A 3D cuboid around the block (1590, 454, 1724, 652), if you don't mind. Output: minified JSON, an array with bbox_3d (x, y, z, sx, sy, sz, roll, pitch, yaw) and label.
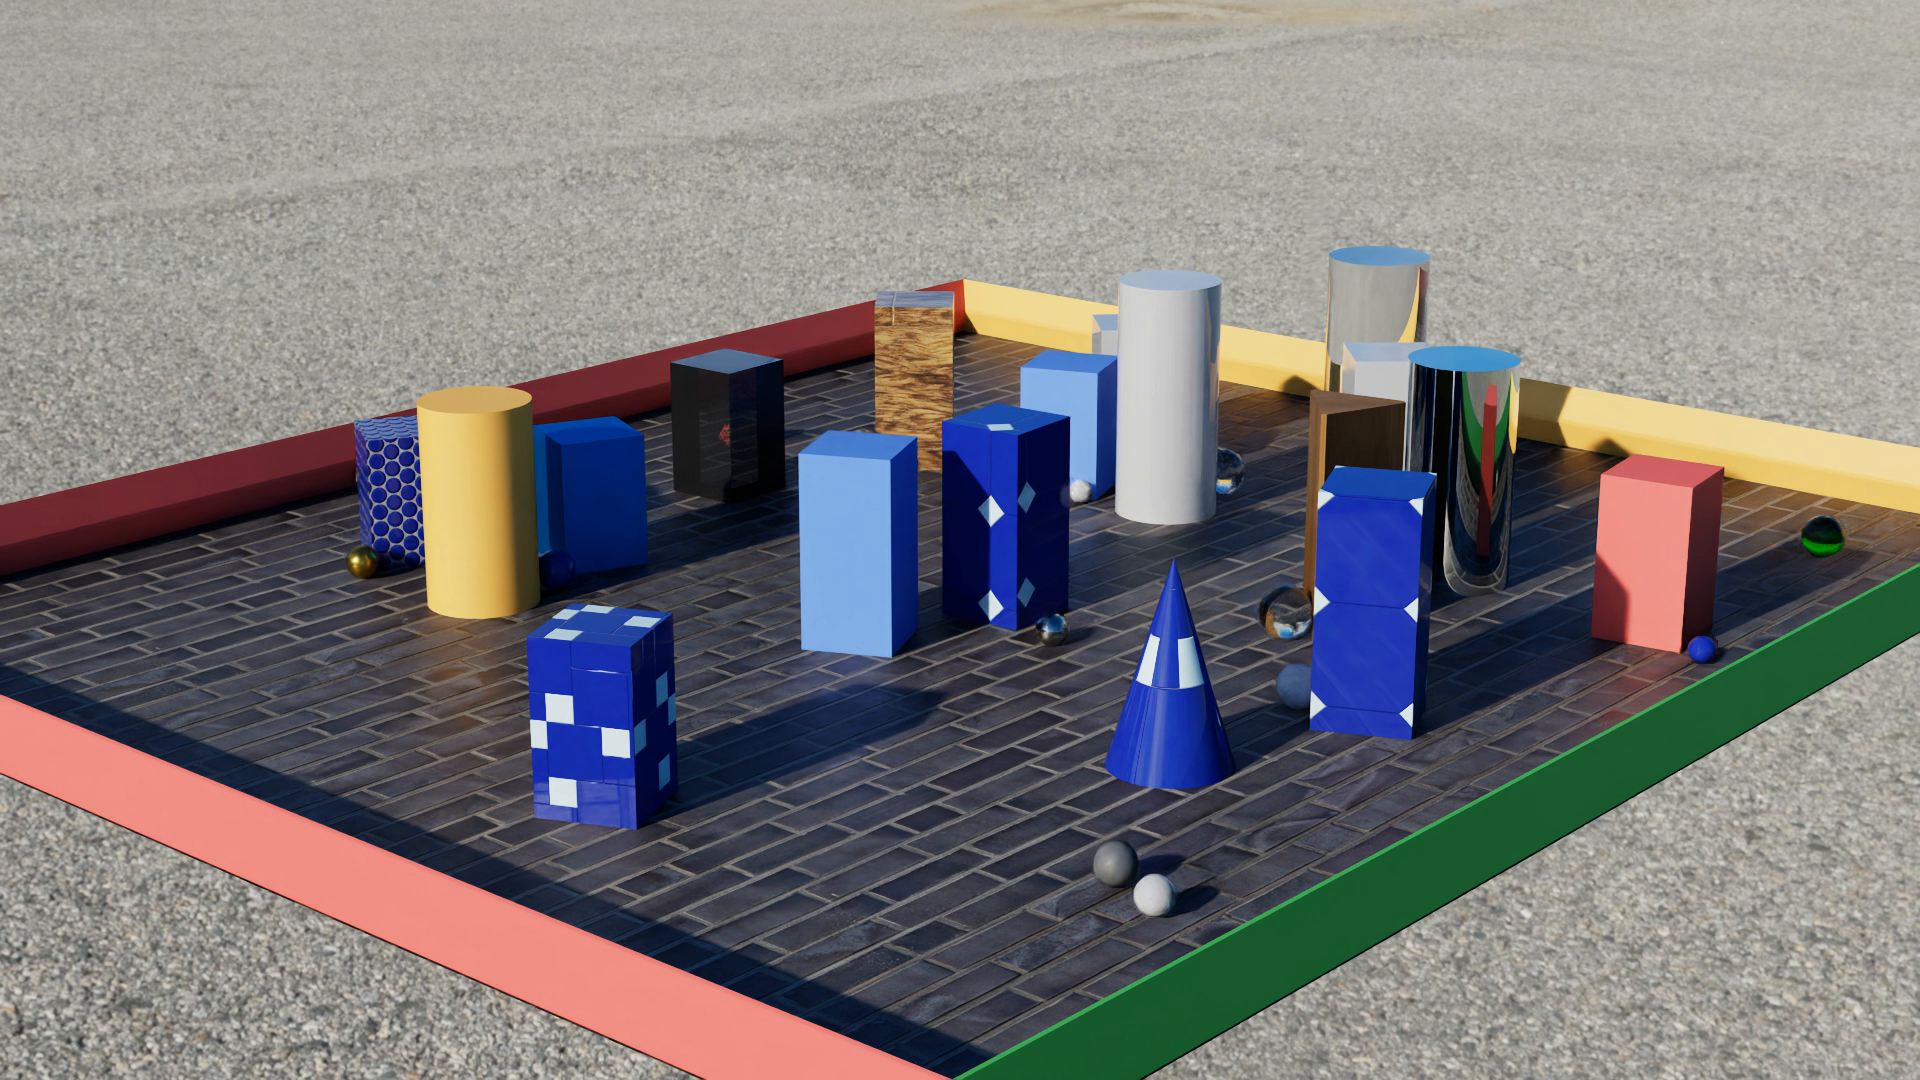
[{"bbox_3d":[1.163,0.020,4.891,0.155,0.282,0.155,11,20,31],"label":"block"}]

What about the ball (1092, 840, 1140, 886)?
[{"bbox_3d":[0.208,0.431,3.911,0.061,0.061,0.061,0,17,0],"label":"ball"}]

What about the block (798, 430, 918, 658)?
[{"bbox_3d":[-0.166,0.005,4.851,0.155,0.335,0.155,5,17,15],"label":"block"}]

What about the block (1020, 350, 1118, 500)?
[{"bbox_3d":[0.217,-0.227,5.760,0.155,0.254,0.155,6,18,19],"label":"block"}]

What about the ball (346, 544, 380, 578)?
[{"bbox_3d":[-1.062,0.038,5.216,0.060,0.060,0.060,0,17,0],"label":"ball"}]

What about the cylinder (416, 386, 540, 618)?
[{"bbox_3d":[-0.826,-0.066,5.043,0.194,0.360,0.194,0,17,0],"label":"cylinder"}]

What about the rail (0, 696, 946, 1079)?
[{"bbox_3d":[-1.021,0.371,3.994,2.724,0.126,0.045,14,22,39],"label":"rail"}]

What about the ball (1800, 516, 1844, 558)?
[{"bbox_3d":[1.570,-0.006,5.337,0.076,0.076,0.076,0,17,0],"label":"ball"}]

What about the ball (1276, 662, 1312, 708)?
[{"bbox_3d":[0.527,0.227,4.570,0.072,0.072,0.072,0,17,0],"label":"ball"}]

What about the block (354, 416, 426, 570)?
[{"bbox_3d":[-1.005,-0.089,5.327,0.155,0.240,0.155,-6,18,-18],"label":"block"}]

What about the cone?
[{"bbox_3d":[0.311,0.178,4.297,0.194,0.323,0.194,0,17,0],"label":"cone"}]

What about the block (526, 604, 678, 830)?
[{"bbox_3d":[-0.505,0.248,4.156,0.155,0.270,0.155,5,17,16],"label":"block"}]

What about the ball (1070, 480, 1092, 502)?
[{"bbox_3d":[0.234,-0.095,5.682,0.046,0.046,0.046,0,17,0],"label":"ball"}]

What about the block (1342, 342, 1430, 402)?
[{"bbox_3d":[0.788,-0.173,5.403,0.155,0.356,0.155,0,17,-1],"label":"block"}]

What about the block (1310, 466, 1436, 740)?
[{"bbox_3d":[0.631,0.094,4.480,0.155,0.378,0.155,5,17,16],"label":"block"}]

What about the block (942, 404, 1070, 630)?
[{"bbox_3d":[0.078,-0.042,4.996,0.155,0.340,0.155,12,20,34],"label":"block"}]

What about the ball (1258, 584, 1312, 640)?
[{"bbox_3d":[0.543,0.120,4.890,0.091,0.091,0.091,0,17,0],"label":"ball"}]

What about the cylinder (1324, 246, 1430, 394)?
[{"bbox_3d":[0.805,-0.319,5.687,0.194,0.472,0.194,0,17,0],"label":"cylinder"}]

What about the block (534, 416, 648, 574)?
[{"bbox_3d":[-0.668,-0.082,5.304,0.155,0.240,0.155,-8,19,-25],"label":"block"}]

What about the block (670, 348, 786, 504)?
[{"bbox_3d":[-0.454,-0.225,5.744,0.155,0.259,0.155,13,21,37],"label":"block"}]

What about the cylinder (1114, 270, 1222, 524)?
[{"bbox_3d":[0.395,-0.273,5.571,0.194,0.450,0.194,0,17,0],"label":"cylinder"}]

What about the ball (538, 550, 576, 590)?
[{"bbox_3d":[-0.711,0.051,5.155,0.071,0.071,0.071,0,17,0],"label":"ball"}]

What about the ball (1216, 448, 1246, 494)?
[{"bbox_3d":[0.512,-0.134,5.733,0.091,0.091,0.091,0,17,0],"label":"ball"}]

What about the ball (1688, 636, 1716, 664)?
[{"bbox_3d":[1.209,0.178,4.777,0.046,0.046,0.046,0,17,0],"label":"ball"}]

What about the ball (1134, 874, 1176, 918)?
[{"bbox_3d":[0.254,0.462,3.817,0.057,0.057,0.057,0,17,0],"label":"ball"}]

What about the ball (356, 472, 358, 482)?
[{"bbox_3d":[-1.145,-0.128,5.741,0.076,0.076,0.076,0,17,0],"label":"ball"}]

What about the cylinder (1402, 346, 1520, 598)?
[{"bbox_3d":[0.876,-0.122,5.151,0.194,0.404,0.194,0,17,0],"label":"cylinder"}]

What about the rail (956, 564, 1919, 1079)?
[{"bbox_3d":[1.010,0.285,4.280,0.045,0.126,3.162,14,22,39],"label":"rail"}]

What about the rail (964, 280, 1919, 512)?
[{"bbox_3d":[1.021,-0.308,6.246,2.724,0.126,0.045,14,22,39],"label":"rail"}]

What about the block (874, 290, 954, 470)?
[{"bbox_3d":[-0.091,-0.324,5.942,0.155,0.334,0.155,0,17,1],"label":"block"}]

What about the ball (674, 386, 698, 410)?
[{"bbox_3d":[-0.595,-0.310,6.382,0.052,0.052,0.052,0,17,0],"label":"ball"}]

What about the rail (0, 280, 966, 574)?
[{"bbox_3d":[-1.010,-0.222,5.960,0.045,0.126,3.162,14,22,39],"label":"rail"}]

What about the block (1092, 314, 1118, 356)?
[{"bbox_3d":[0.357,-0.318,6.038,0.155,0.268,0.155,-1,17,-4],"label":"block"}]

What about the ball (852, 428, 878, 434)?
[{"bbox_3d":[-0.192,-0.175,5.857,0.097,0.097,0.097,0,17,0],"label":"ball"}]

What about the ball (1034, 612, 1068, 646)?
[{"bbox_3d":[0.151,0.148,4.862,0.055,0.055,0.055,0,17,0],"label":"ball"}]

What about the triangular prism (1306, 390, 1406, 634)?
[{"bbox_3d":[0.629,-0.048,4.931,0.168,0.390,0.146,-9,19,-28],"label":"triangular prism"}]

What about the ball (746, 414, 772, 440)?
[{"bbox_3d":[-0.421,-0.235,6.130,0.056,0.056,0.056,0,17,0],"label":"ball"}]
